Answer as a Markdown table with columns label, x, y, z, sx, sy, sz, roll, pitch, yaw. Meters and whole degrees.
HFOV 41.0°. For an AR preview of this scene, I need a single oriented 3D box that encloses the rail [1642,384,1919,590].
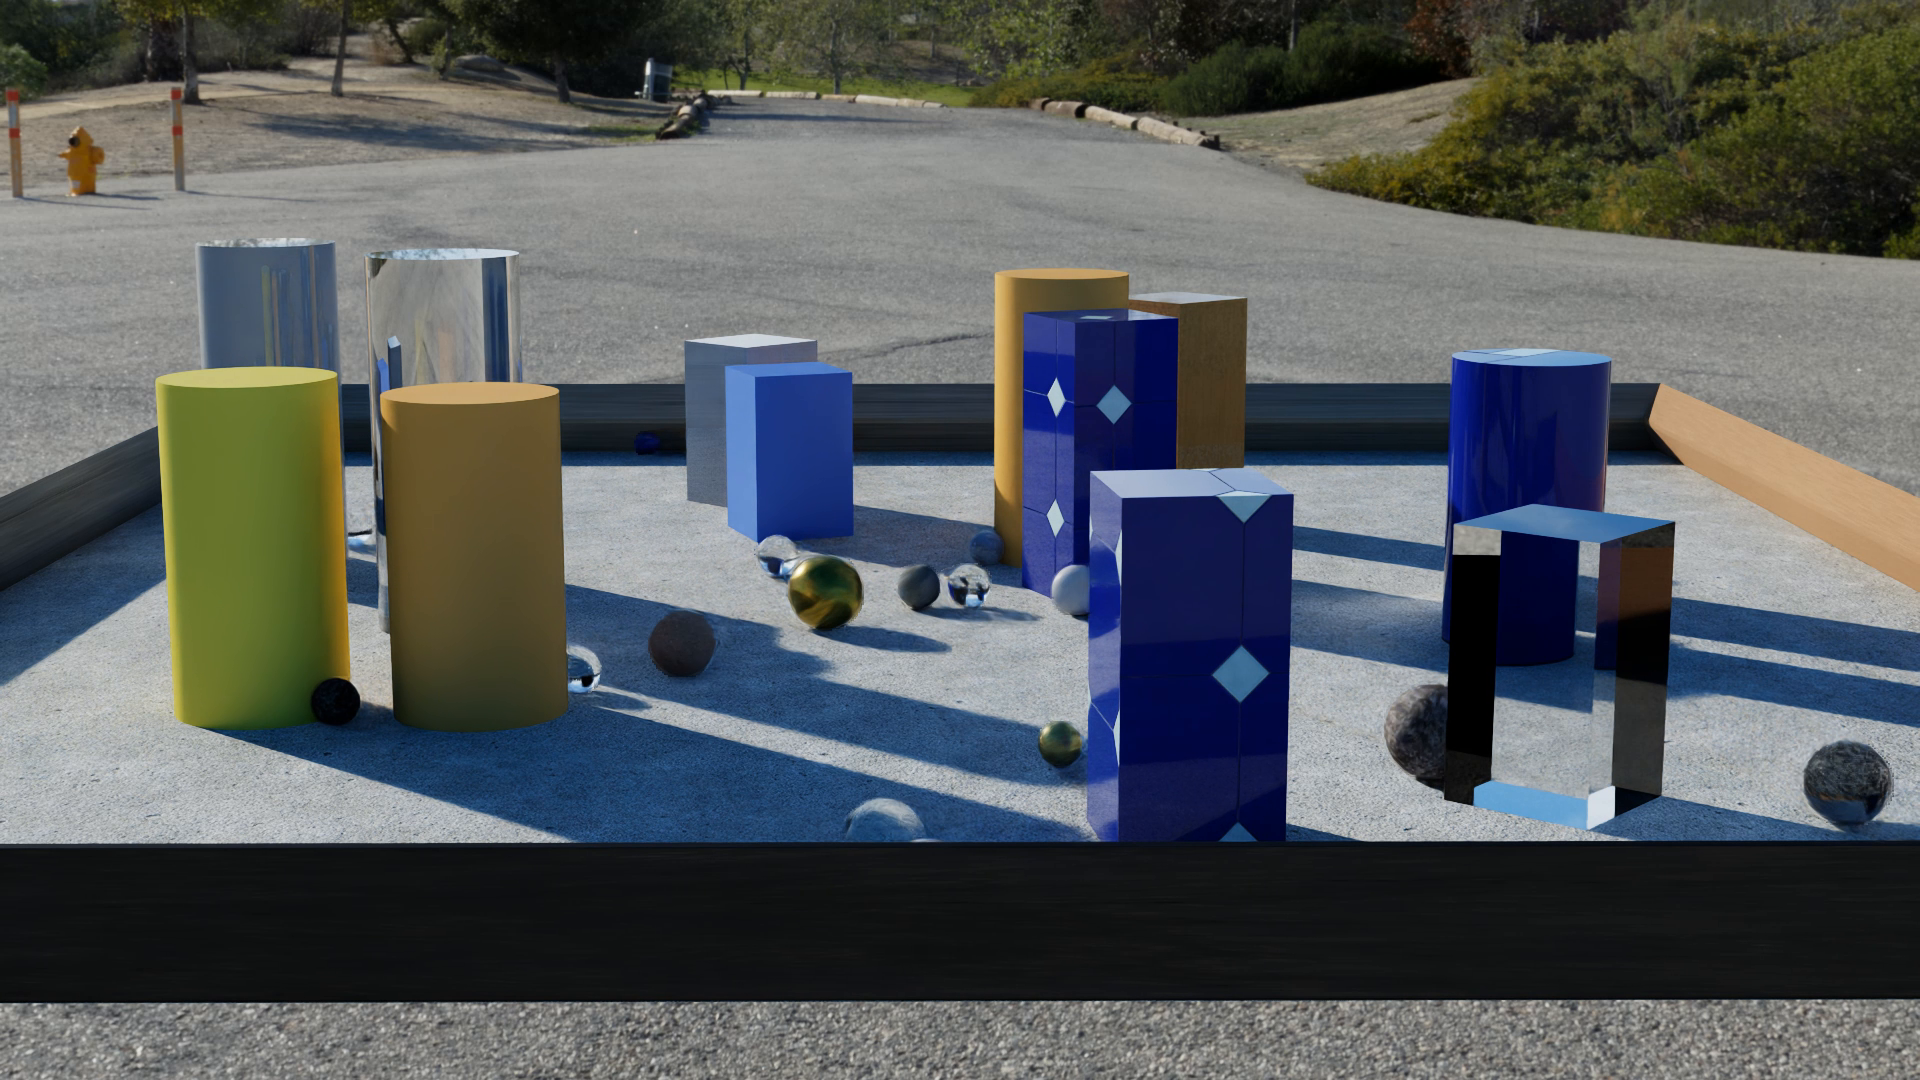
| label | x | y | z | sx | sy | sz | roll | pitch | yaw |
| --- | --- | --- | --- | --- | --- | --- | --- | --- | --- |
| rail | 1.321 | 0.032 | 3.456 | 0.045 | 0.128 | 2.929 | 0 | 10 | 0 |

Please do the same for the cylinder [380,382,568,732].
| label | x | y | z | sx | sy | sz | roll | pitch | yaw |
| --- | --- | --- | --- | --- | --- | --- | --- | --- | --- |
| cylinder | -0.547 | 0.015 | 2.899 | 0.197 | 0.365 | 0.197 | 0 | 10 | 0 |

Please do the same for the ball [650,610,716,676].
| label | x | y | z | sx | sy | sz | roll | pitch | yaw |
| --- | --- | --- | --- | --- | --- | --- | --- | --- | --- |
| ball | -0.334 | 0.125 | 3.095 | 0.079 | 0.079 | 0.079 | 0 | 10 | 0 |

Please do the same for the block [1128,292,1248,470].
| label | x | y | z | sx | sy | sz | roll | pitch | yaw |
| --- | --- | --- | --- | --- | --- | --- | --- | --- | --- |
| block | 0.347 | -0.210 | 4.127 | 0.157 | 0.360 | 0.157 | -9 | 14 | -41 |

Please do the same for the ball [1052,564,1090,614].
| label | x | y | z | sx | sy | sz | roll | pitch | yaw |
| --- | --- | --- | --- | --- | --- | --- | --- | --- | --- |
| ball | 0.157 | 0.067 | 3.438 | 0.068 | 0.068 | 0.068 | 0 | 10 | 0 |

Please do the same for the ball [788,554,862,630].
| label | x | y | z | sx | sy | sz | roll | pitch | yaw |
| --- | --- | --- | --- | --- | --- | --- | --- | --- | --- |
| ball | -0.176 | 0.067 | 3.351 | 0.098 | 0.098 | 0.098 | 0 | 10 | 0 |

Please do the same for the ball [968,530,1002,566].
| label | x | y | z | sx | sy | sz | roll | pitch | yaw |
| --- | --- | --- | --- | --- | --- | --- | --- | --- | --- |
| ball | 0.038 | 0.012 | 3.781 | 0.051 | 0.051 | 0.051 | 0 | 10 | 0 |

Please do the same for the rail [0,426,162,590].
| label | x | y | z | sx | sy | sz | roll | pitch | yaw |
| --- | --- | --- | --- | --- | --- | --- | --- | --- | --- |
| rail | -1.321 | 0.034 | 3.441 | 0.045 | 0.128 | 2.929 | 0 | 10 | 0 |

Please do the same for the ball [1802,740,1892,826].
| label | x | y | z | sx | sy | sz | roll | pitch | yaw |
| --- | --- | --- | --- | --- | --- | --- | --- | --- | --- |
| ball | 0.860 | 0.235 | 2.487 | 0.082 | 0.082 | 0.082 | 0 | 10 | 0 |

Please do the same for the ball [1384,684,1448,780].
| label | x | y | z | sx | sy | sz | roll | pitch | yaw |
| --- | --- | --- | --- | --- | --- | --- | --- | --- | --- |
| ball | 0.487 | 0.197 | 2.647 | 0.098 | 0.098 | 0.098 | 0 | 10 | 0 |

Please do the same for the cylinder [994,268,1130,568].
| label | x | y | z | sx | sy | sz | roll | pitch | yaw |
| --- | --- | --- | --- | --- | --- | --- | --- | --- | --- |
| cylinder | 0.149 | -0.182 | 3.800 | 0.197 | 0.425 | 0.197 | 0 | 10 | 0 |

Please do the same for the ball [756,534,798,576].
| label | x | y | z | sx | sy | sz | roll | pitch | yaw |
| --- | --- | --- | --- | --- | --- | --- | --- | --- | --- |
| ball | -0.263 | 0.023 | 3.695 | 0.060 | 0.060 | 0.060 | 0 | 10 | 0 |

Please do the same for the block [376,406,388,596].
| label | x | y | z | sx | sy | sz | roll | pitch | yaw |
| --- | --- | --- | --- | --- | --- | --- | --- | --- | --- |
| block | -0.727 | -0.067 | 3.624 | 0.157 | 0.262 | 0.157 | 0 | 11 | -3 |

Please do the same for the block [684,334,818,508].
| label | x | y | z | sx | sy | sz | roll | pitch | yaw |
| --- | --- | --- | --- | --- | --- | --- | --- | --- | --- |
| block | -0.350 | -0.201 | 4.321 | 0.157 | 0.271 | 0.157 | 10 | 14 | 43 |

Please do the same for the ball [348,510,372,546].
| label | x | y | z | sx | sy | sz | roll | pitch | yaw |
| --- | --- | --- | --- | --- | --- | --- | --- | --- | --- |
| ball | -0.927 | -0.018 | 3.923 | 0.057 | 0.057 | 0.057 | 0 | 10 | 0 |

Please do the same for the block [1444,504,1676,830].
| label | x | y | z | sx | sy | sz | roll | pitch | yaw |
| --- | --- | --- | --- | --- | --- | --- | --- | --- | --- |
| block | 0.597 | 0.121 | 2.557 | 0.157 | 0.281 | 0.157 | 9 | 14 | 40 |

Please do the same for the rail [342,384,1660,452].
| label | x | y | z | sx | sy | sz | roll | pitch | yaw |
| --- | --- | --- | --- | --- | --- | --- | --- | --- | --- |
| rail | -0.008 | -0.230 | 4.865 | 2.690 | 0.128 | 0.045 | 0 | 10 | 0 |

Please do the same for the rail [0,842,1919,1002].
| label | x | y | z | sx | sy | sz | roll | pitch | yaw |
| --- | --- | --- | --- | --- | --- | --- | --- | --- | --- |
| rail | 0.008 | 0.295 | 2.032 | 2.690 | 0.128 | 0.045 | 0 | 10 | 0 |

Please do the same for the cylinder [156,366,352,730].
| label | x | y | z | sx | sy | sz | roll | pitch | yaw |
| --- | --- | --- | --- | --- | --- | --- | --- | --- | --- |
| cylinder | -0.798 | 0.005 | 2.907 | 0.197 | 0.382 | 0.197 | 0 | 10 | 0 |

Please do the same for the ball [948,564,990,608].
| label | x | y | z | sx | sy | sz | roll | pitch | yaw |
| --- | --- | --- | --- | --- | --- | --- | --- | --- | --- |
| ball | 0.012 | 0.062 | 3.485 | 0.059 | 0.059 | 0.059 | 0 | 10 | 0 |

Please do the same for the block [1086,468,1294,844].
| label | x | y | z | sx | sy | sz | roll | pitch | yaw |
| --- | --- | --- | --- | --- | --- | --- | --- | --- | --- |
| block | 0.213 | 0.116 | 2.411 | 0.157 | 0.344 | 0.157 | -1 | 11 | -7 |

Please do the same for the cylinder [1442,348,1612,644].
| label | x | y | z | sx | sy | sz | roll | pitch | yaw |
| --- | --- | --- | --- | --- | --- | --- | --- | --- | --- |
| cylinder | 0.717 | -0.050 | 3.254 | 0.197 | 0.365 | 0.197 | 0 | 10 | 0 |

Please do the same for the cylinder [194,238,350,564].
| label | x | y | z | sx | sy | sz | roll | pitch | yaw |
| --- | --- | --- | --- | --- | --- | --- | --- | --- | --- |
| cylinder | -1.004 | -0.197 | 3.750 | 0.197 | 0.473 | 0.197 | 0 | 10 | 0 |

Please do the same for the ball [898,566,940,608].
| label | x | y | z | sx | sy | sz | roll | pitch | yaw |
| --- | --- | --- | --- | --- | --- | --- | --- | --- | --- |
| ball | -0.056 | 0.063 | 3.482 | 0.058 | 0.058 | 0.058 | 0 | 10 | 0 |

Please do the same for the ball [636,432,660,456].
| label | x | y | z | sx | sy | sz | roll | pitch | yaw |
| --- | --- | --- | --- | --- | --- | --- | --- | --- | --- |
| ball | -0.589 | -0.182 | 4.846 | 0.044 | 0.044 | 0.044 | 0 | 10 | 0 |

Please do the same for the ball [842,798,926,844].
| label | x | y | z | sx | sy | sz | roll | pitch | yaw |
| --- | --- | --- | --- | --- | --- | --- | --- | --- | --- |
| ball | -0.068 | 0.271 | 2.312 | 0.076 | 0.076 | 0.076 | 0 | 10 | 0 |

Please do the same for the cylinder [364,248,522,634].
| label | x | y | z | sx | sy | sz | roll | pitch | yaw |
| --- | --- | --- | --- | --- | --- | --- | --- | --- | --- |
| cylinder | -0.667 | -0.129 | 3.344 | 0.197 | 0.486 | 0.197 | 0 | 10 | 0 |

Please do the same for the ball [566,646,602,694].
| label | x | y | z | sx | sy | sz | roll | pitch | yaw |
| --- | --- | --- | --- | --- | --- | --- | --- | --- | --- |
| ball | -0.449 | 0.152 | 3.008 | 0.056 | 0.056 | 0.056 | 0 | 10 | 0 |

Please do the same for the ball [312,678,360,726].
| label | x | y | z | sx | sy | sz | roll | pitch | yaw |
| --- | --- | --- | --- | --- | --- | --- | --- | --- | --- |
| ball | -0.697 | 0.180 | 2.865 | 0.053 | 0.053 | 0.053 | 0 | 10 | 0 |

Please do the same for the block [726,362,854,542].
| label | x | y | z | sx | sy | sz | roll | pitch | yaw |
| --- | --- | --- | --- | --- | --- | --- | --- | --- | --- |
| block | -0.269 | -0.141 | 4.037 | 0.157 | 0.257 | 0.157 | -4 | 11 | -21 |

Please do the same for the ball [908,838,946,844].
| label | x | y | z | sx | sy | sz | roll | pitch | yaw |
| --- | --- | --- | --- | --- | --- | --- | --- | --- | --- |
| ball | -0.029 | 0.291 | 2.240 | 0.062 | 0.062 | 0.062 | 0 | 10 | 0 |

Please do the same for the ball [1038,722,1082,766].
| label | x | y | z | sx | sy | sz | roll | pitch | yaw |
| --- | --- | --- | --- | --- | --- | --- | --- | --- | --- |
| ball | 0.105 | 0.215 | 2.695 | 0.047 | 0.047 | 0.047 | 0 | 10 | 0 |

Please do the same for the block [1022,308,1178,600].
| label | x | y | z | sx | sy | sz | roll | pitch | yaw |
| --- | --- | --- | --- | --- | --- | --- | --- | --- | --- |
| block | 0.192 | -0.118 | 3.556 | 0.157 | 0.387 | 0.157 | -5 | 12 | -24 |
